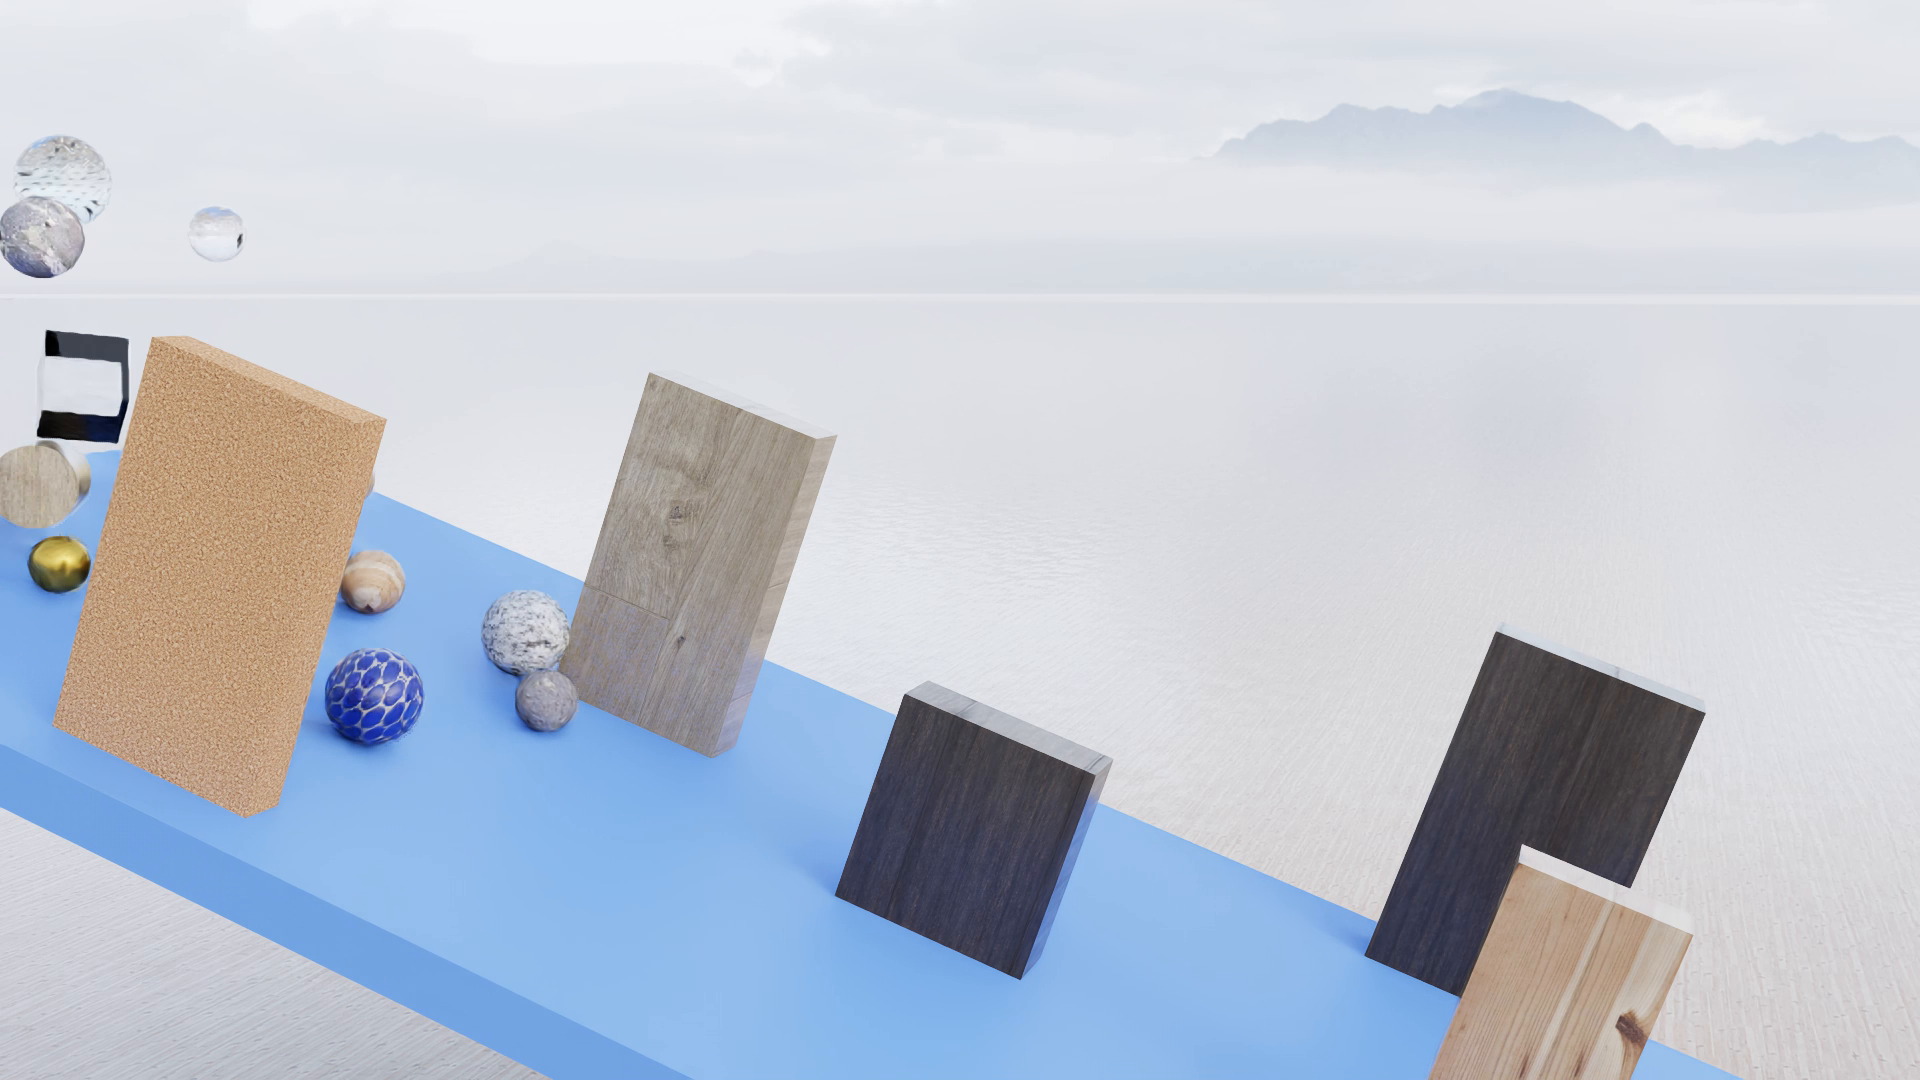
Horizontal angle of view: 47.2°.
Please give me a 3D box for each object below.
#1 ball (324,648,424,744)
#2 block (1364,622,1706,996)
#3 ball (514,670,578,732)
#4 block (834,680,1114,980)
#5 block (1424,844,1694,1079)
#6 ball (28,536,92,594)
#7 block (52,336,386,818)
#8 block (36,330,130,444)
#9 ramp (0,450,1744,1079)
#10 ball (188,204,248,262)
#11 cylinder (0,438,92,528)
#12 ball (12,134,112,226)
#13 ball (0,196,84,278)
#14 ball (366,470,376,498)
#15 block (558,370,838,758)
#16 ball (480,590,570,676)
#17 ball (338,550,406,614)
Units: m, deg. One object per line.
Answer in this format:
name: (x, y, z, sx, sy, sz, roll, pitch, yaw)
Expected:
ball: (-1.057, 0.281, 3.969, 0.175, 0.175, 0.175, 0, 7, 0)
block: (1.194, 0.606, 4.592, 0.439, 0.753, 0.138, 22, 12, 14)
ball: (-0.813, 0.315, 4.318, 0.122, 0.122, 0.122, 0, 7, 0)
block: (0.024, 0.523, 3.998, 0.375, 0.407, 0.137, 22, 12, 14)
block: (0.911, 0.829, 3.502, 0.278, 0.616, 0.113, 22, 12, 14)
ball: (-1.707, 0.046, 4.168, 0.111, 0.111, 0.111, 0, 7, 0)
block: (-1.198, 0.057, 3.541, 0.385, 0.678, 0.089, 22, 12, 14)
block: (-1.728, -0.300, 4.329, 0.151, 0.151, 0.151, 4, -33, -28)
ramp: (-0.338, 0.623, 4.214, 4.000, 0.100, 2.000, 22, 12, 14)
ball: (-1.467, -0.606, 4.345, 0.113, 0.113, 0.113, 0, 7, 0)
cylinder: (-1.798, -0.114, 4.304, 0.162, 0.162, 0.162, -2, 9, -13)
ball: (-1.861, -0.743, 4.560, 0.193, 0.193, 0.193, 0, 7, 0)
ball: (-1.740, -0.573, 4.164, 0.154, 0.154, 0.154, 0, 7, 0)
ball: (-1.483, -0.149, 5.338, 0.123, 0.123, 0.123, 0, 7, 0)
block: (-0.549, 0.047, 4.522, 0.381, 0.700, 0.121, 22, 12, 14)
ball: (-0.892, 0.191, 4.513, 0.180, 0.180, 0.180, 0, 7, 0)
ball: (-1.238, 0.089, 4.629, 0.138, 0.138, 0.138, 0, 7, 0)
